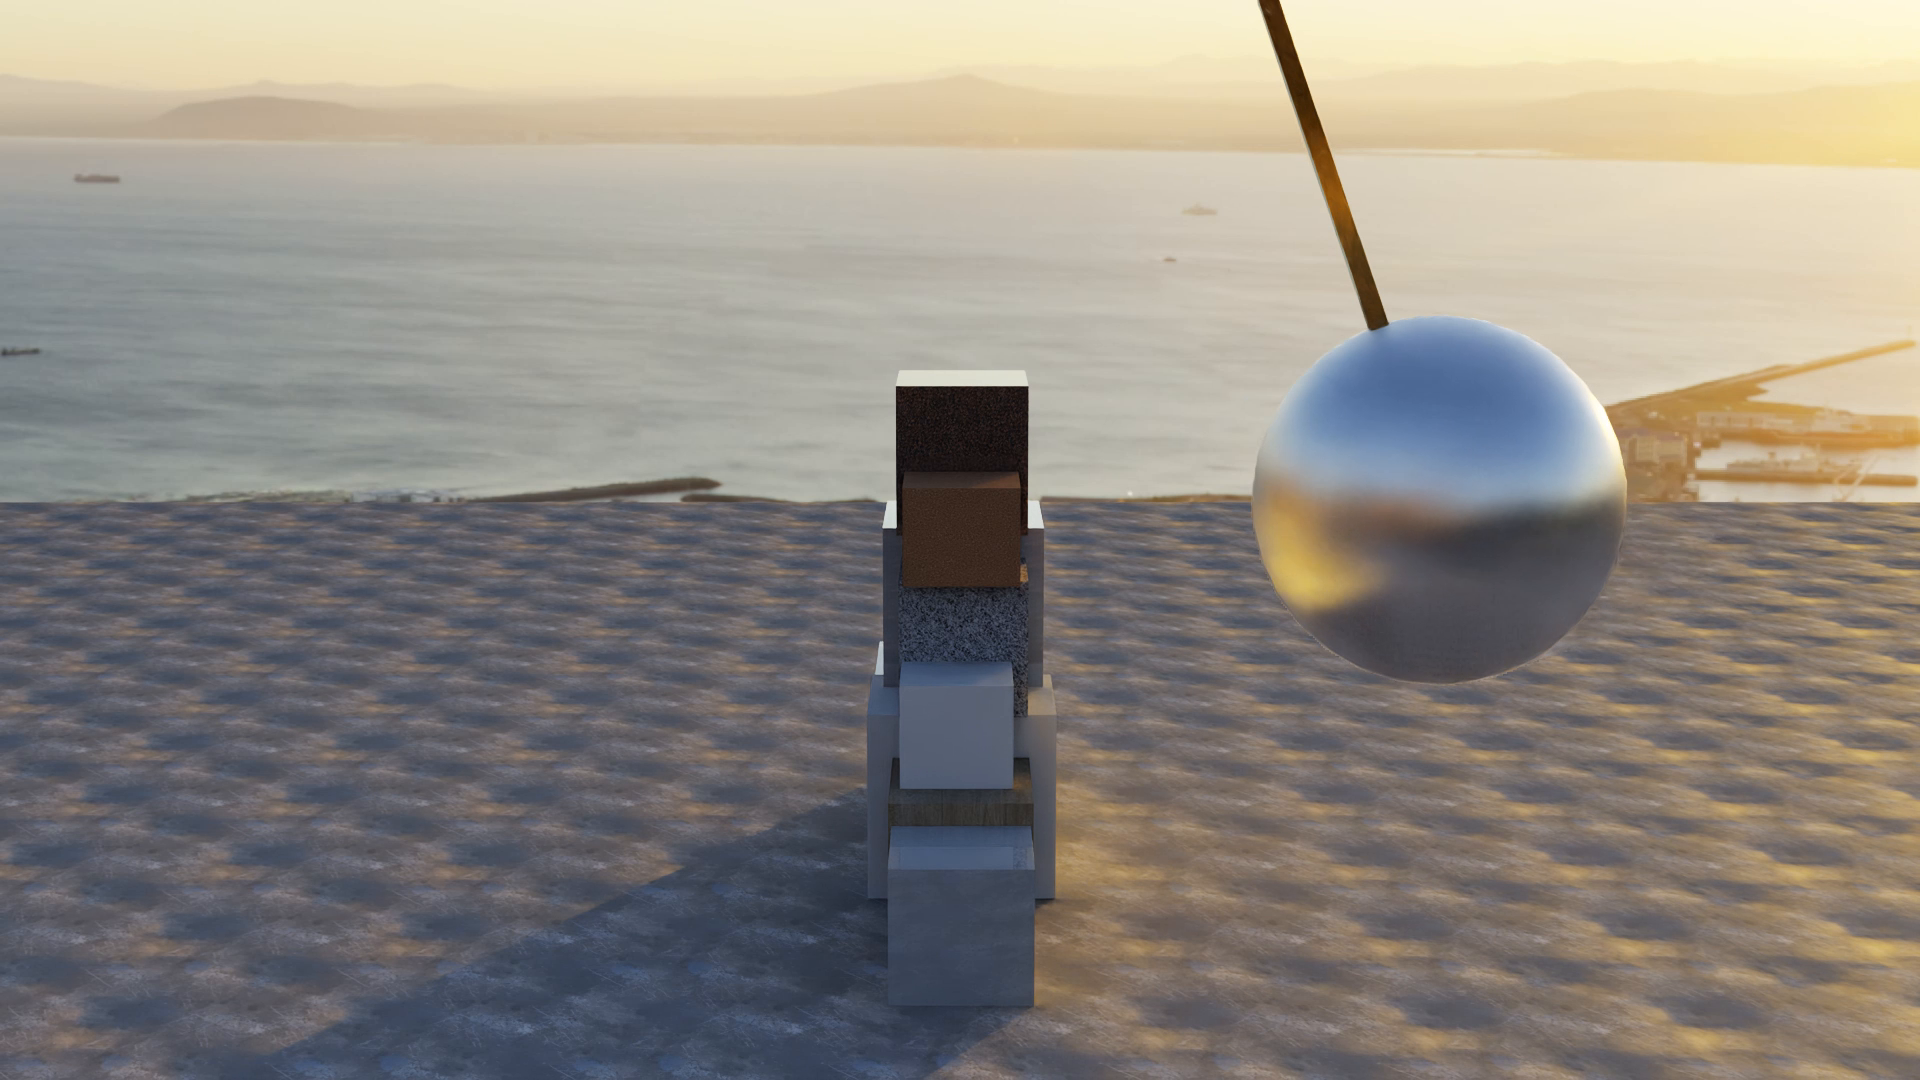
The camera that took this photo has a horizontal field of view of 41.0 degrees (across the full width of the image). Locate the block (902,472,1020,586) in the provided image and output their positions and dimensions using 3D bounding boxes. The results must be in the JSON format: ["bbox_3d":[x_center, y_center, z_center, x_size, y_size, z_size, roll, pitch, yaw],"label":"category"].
[{"bbox_3d":[0.006,-0.050,10.843,0.489,0.414,0.455,0,10,0],"label":"block"}]

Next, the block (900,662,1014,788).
[{"bbox_3d":[-0.014,0.763,10.643,0.463,0.431,0.440,0,10,0],"label":"block"}]

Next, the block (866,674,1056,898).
[{"bbox_3d":[0.007,1.078,11.356,0.807,0.815,0.744,0,10,0],"label":"block"}]

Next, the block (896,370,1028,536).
[{"bbox_3d":[0.009,-0.393,11.355,0.569,0.650,0.636,0,10,0],"label":"block"}]

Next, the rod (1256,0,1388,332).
[{"bbox_3d":[0.899,-3.314,10.578,0.080,5.200,0.080,-20,10,4],"label":"rod"}]

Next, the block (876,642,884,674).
[{"bbox_3d":[-0.004,0.950,12.074,0.764,0.811,0.694,0,10,0],"label":"block"}]

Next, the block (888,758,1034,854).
[{"bbox_3d":[0.003,1.301,10.652,0.582,0.630,0.701,0,10,0],"label":"block"}]

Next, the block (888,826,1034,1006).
[{"bbox_3d":[0.005,1.460,10.024,0.557,0.540,0.571,0,10,0],"label":"block"}]

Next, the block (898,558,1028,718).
[{"bbox_3d":[0.014,0.415,11.085,0.547,0.587,0.533,0,10,0],"label":"block"}]

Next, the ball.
[{"bbox_3d":[2.074,-0.175,11.149,1.600,1.600,1.600,0,10,0],"label":"ball"}]

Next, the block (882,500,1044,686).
[{"bbox_3d":[0.014,0.234,11.730,0.710,0.715,0.776,0,10,0],"label":"block"}]
